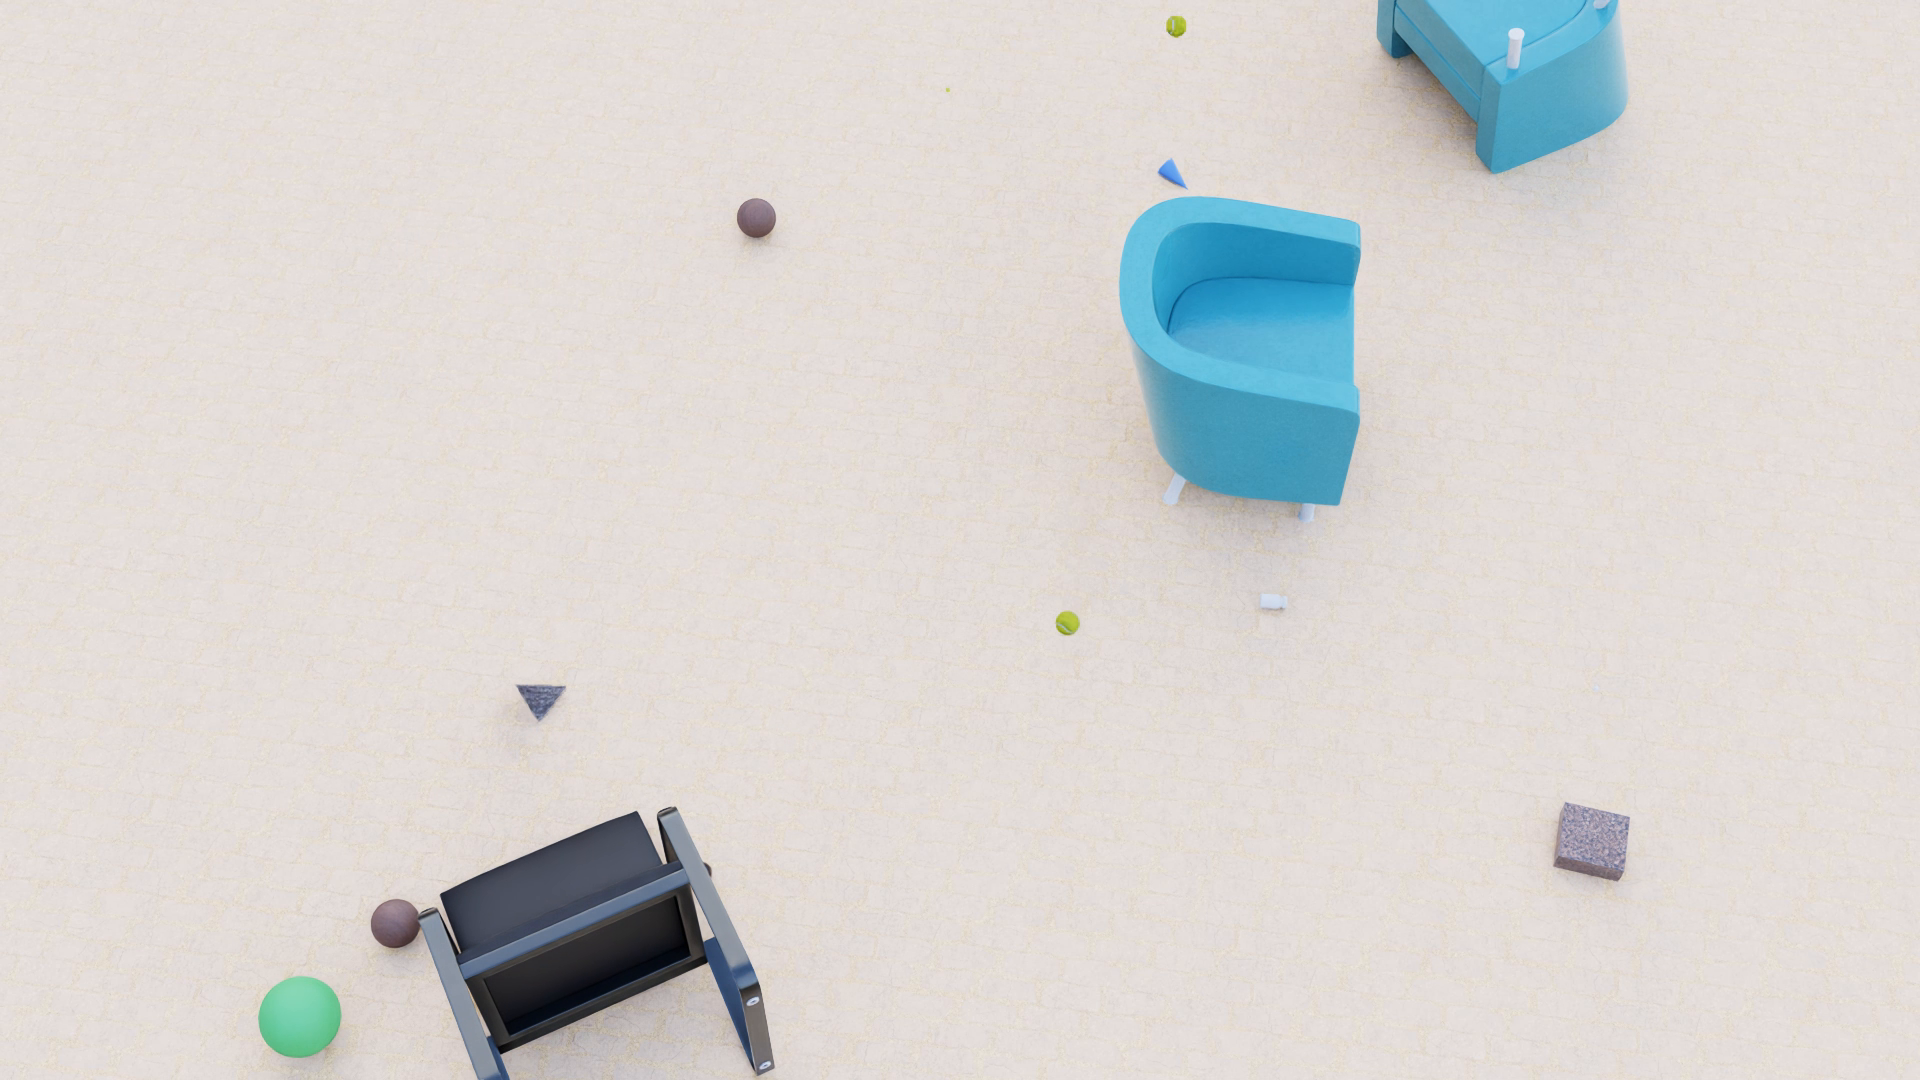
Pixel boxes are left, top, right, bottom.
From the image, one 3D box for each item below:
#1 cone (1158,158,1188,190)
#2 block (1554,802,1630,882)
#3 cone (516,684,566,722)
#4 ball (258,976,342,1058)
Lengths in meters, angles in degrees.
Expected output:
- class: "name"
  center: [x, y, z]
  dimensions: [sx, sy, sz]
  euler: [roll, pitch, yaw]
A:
- class: "cone"
  center: [0.726, -1.215, 7.371]
  dimensions: [0.067, 0.061, 0.114]
  euler: [-43, 80, 12]
- class: "block"
  center: [1.718, 0.821, 5.983]
  dimensions: [0.176, 0.067, 0.168]
  euler: [12, 57, 8]
- class: "cone"
  center: [-1.191, 0.465, 6.228]
  dimensions: [0.144, 0.130, 0.105]
  euler: [3, 88, -18]
- class: "ball"
  center: [-1.690, 1.221, 5.631]
  dimensions: [0.205, 0.205, 0.205]
  euler: [0, 56, 0]
